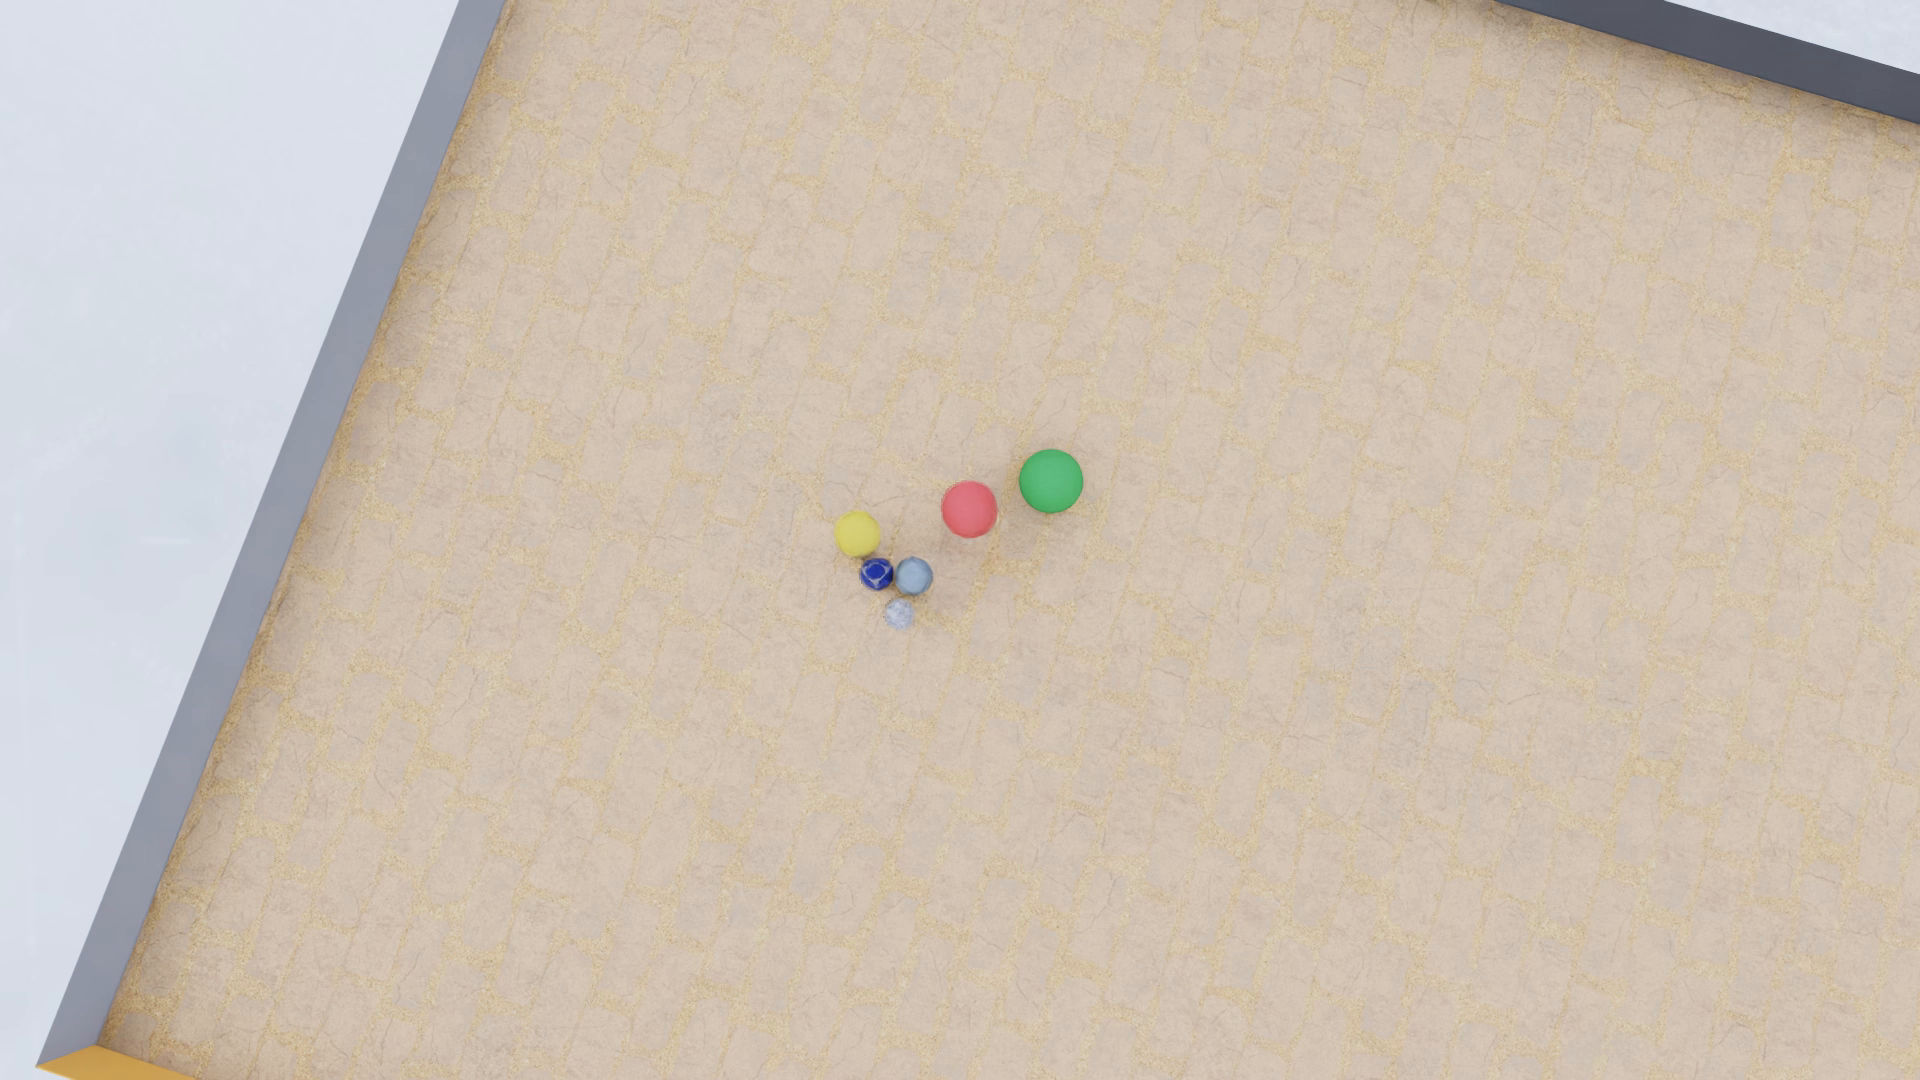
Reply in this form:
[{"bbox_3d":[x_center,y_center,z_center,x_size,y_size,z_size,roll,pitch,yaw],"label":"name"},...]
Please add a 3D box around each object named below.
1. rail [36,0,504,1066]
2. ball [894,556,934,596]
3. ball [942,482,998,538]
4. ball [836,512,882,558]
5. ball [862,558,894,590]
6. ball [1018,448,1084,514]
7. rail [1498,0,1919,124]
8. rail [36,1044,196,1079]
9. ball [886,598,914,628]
[{"bbox_3d":[-0.922,-0.294,3.342,0.045,0.126,2.250,17,78,4],"label":"rail"},{"bbox_3d":[-0.070,0.055,3.303,0.058,0.058,0.058,0,78,0],"label":"ball"},{"bbox_3d":[0.015,-0.045,3.311,0.085,0.085,0.085,0,78,0],"label":"ball"},{"bbox_3d":[-0.153,-0.008,3.311,0.069,0.069,0.069,0,78,0],"label":"ball"},{"bbox_3d":[-0.124,0.050,3.308,0.049,0.049,0.049,0,78,0],"label":"ball"},{"bbox_3d":[0.137,-0.089,3.314,0.097,0.097,0.097,0,78,0],"label":"ball"},{"bbox_3d":[1.280,-0.737,3.438,3.965,0.126,0.045,17,78,4],"label":"rail"},{"bbox_3d":[0.609,1.314,2.995,3.965,0.126,0.045,17,78,4],"label":"rail"},{"bbox_3d":[-0.089,0.110,3.298,0.043,0.043,0.043,0,78,0],"label":"ball"}]
